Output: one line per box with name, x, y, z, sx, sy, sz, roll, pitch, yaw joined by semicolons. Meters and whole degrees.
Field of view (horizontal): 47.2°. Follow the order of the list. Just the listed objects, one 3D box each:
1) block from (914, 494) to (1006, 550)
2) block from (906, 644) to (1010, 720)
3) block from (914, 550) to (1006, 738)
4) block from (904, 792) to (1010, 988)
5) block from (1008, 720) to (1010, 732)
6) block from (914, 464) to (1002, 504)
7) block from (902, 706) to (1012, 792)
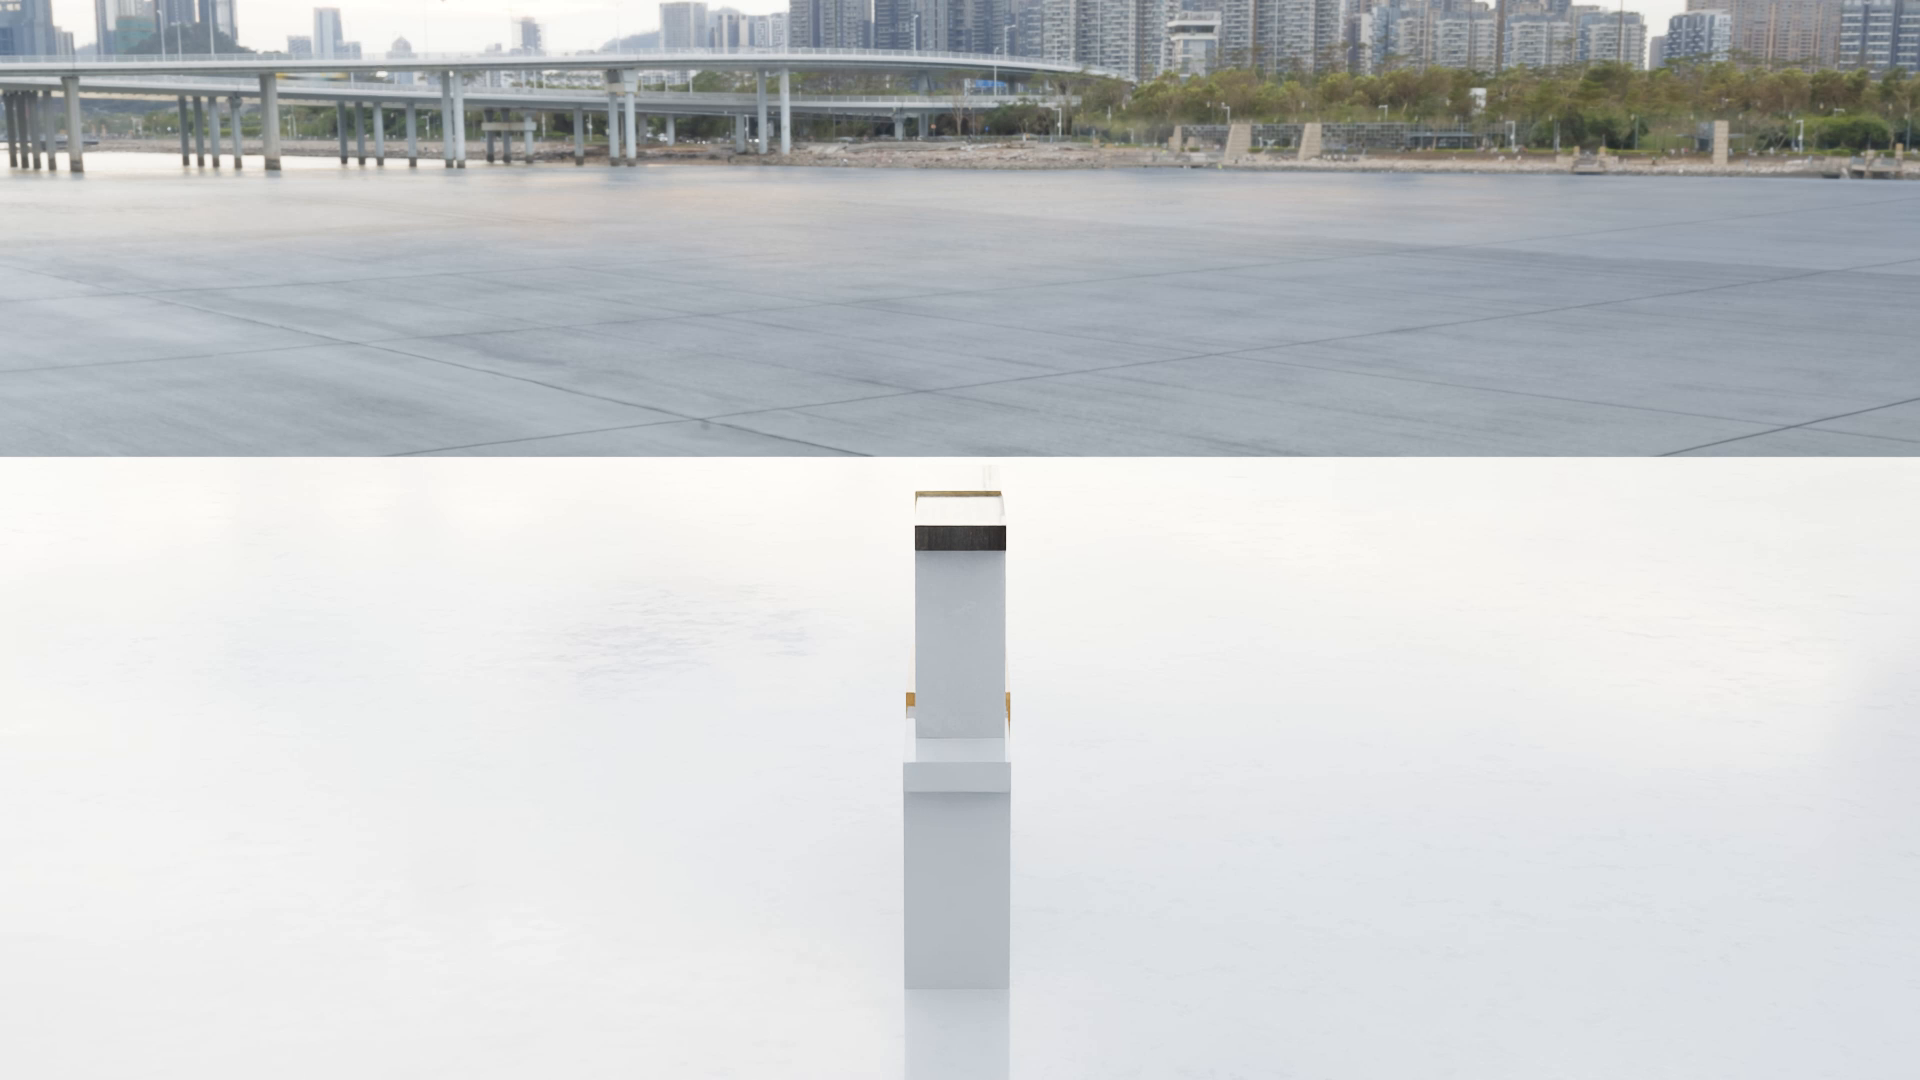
block;0.001;-0.028;3.341;0.135;0.038;0.269;0;11;0
block;-0.003;0.233;3.642;0.166;0.047;0.332;0;11;0
block;0.000;0.150;3.283;0.135;0.291;0.038;0;11;0
block;-0.004;0.508;3.254;0.157;0.313;0.044;0;11;0
block;-0.003;0.440;3.568;0.166;0.332;0.047;0;11;0
block;-0.002;-0.084;3.612;0.137;0.039;0.274;0;11;0
block;-0.004;0.313;3.324;0.157;0.044;0.313;0;11;0
